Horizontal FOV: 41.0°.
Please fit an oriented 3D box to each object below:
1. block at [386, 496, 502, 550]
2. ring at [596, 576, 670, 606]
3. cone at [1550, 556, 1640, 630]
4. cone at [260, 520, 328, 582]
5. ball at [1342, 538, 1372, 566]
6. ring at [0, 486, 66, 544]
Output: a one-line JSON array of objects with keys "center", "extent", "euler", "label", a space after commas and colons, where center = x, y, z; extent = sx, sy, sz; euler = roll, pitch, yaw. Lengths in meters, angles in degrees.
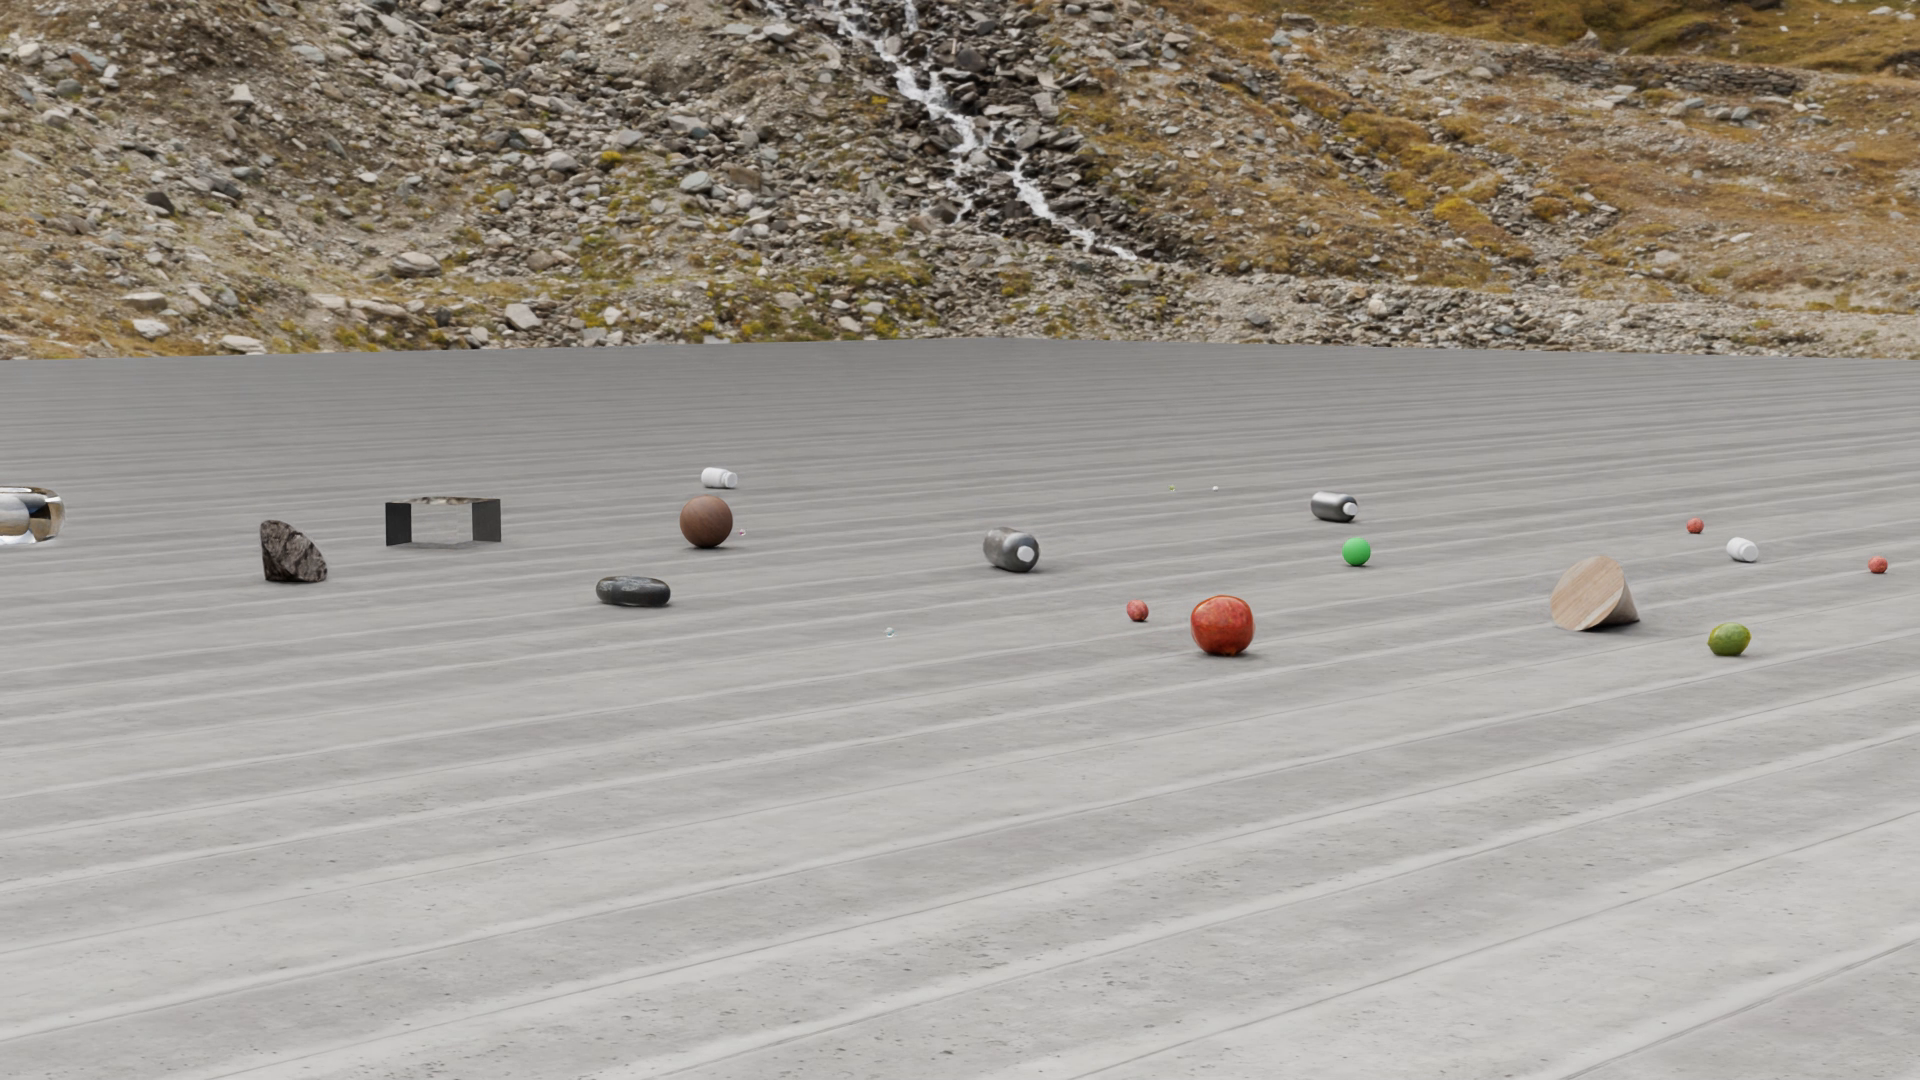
[{"center": [-1.269, -0.043, 6.308], "extent": [0.204, 0.107, 0.195], "euler": [2, 6, 22], "label": "block"}, {"center": [-0.658, 0.104, 5.167], "extent": [0.184, 0.050, 0.110], "euler": [6, 9, 38], "label": "ring"}, {"center": [1.235, 0.127, 4.844], "extent": [0.201, 0.161, 0.130], "euler": [22, 33, -43], "label": "cone"}, {"center": [-1.473, 0.055, 5.555], "extent": [0.097, 0.178, 0.185], "euler": [-43, 12, 16], "label": "cone"}, {"center": [0.903, 0.026, 5.839], "extent": [0.065, 0.065, 0.065], "euler": [0, 6, 0], "label": "ball"}, {"center": [-2.384, -0.063, 6.411], "extent": [0.282, 0.128, 0.355], "euler": [0, 5, -19], "label": "ring"}]
